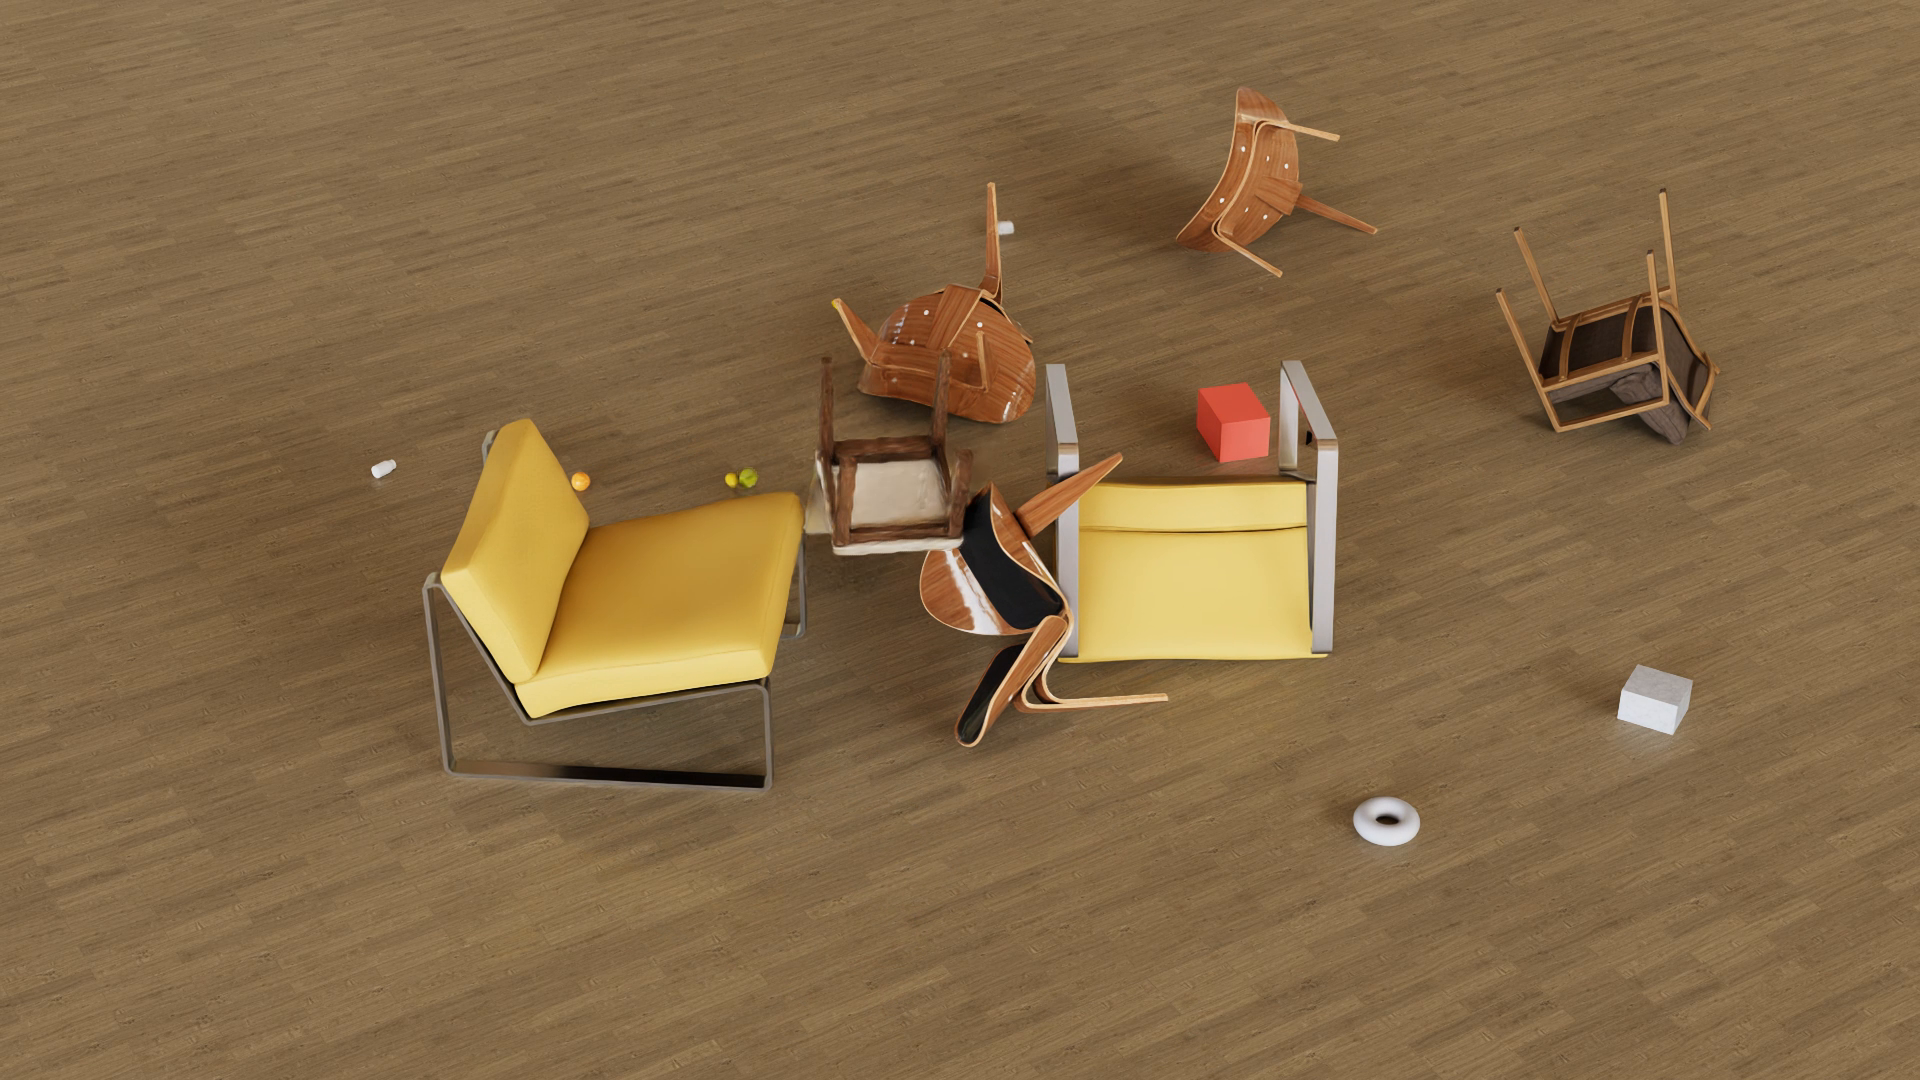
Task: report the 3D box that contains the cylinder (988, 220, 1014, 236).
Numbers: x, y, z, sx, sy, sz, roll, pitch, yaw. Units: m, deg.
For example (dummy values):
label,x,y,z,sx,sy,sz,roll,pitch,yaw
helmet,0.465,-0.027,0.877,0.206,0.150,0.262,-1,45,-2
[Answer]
label,x,y,z,sx,sy,sz,roll,pitch,yaw
cylinder,0.182,-1.381,12.982,0.088,0.059,0.101,-9,18,-13

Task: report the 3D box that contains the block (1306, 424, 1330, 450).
label,x,y,z,sx,sy,sz,roll,pitch,yaw
block,1.402,-0.402,11.494,0.058,0.066,0.068,28,43,36

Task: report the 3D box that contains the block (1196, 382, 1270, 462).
label,x,y,z,sx,sy,sz,roll,pitch,yaw
block,1.070,-0.461,11.484,0.199,0.176,0.276,-8,34,-13

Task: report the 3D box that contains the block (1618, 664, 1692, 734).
label,x,y,z,sx,sy,sz,roll,pitch,yaw
block,2.373,0.544,10.009,0.195,0.121,0.170,17,37,24

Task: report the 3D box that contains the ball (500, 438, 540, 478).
label,x,y,z,sx,sy,sz,roll,pitch,yaw
ball,-1.696,-0.313,11.282,0.152,0.152,0.152,0,33,0

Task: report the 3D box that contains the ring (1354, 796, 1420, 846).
label,x,y,z,sx,sy,sz,roll,pitch,yaw
ring,1.383,0.910,9.504,0.217,0.066,0.217,-21,40,-27
